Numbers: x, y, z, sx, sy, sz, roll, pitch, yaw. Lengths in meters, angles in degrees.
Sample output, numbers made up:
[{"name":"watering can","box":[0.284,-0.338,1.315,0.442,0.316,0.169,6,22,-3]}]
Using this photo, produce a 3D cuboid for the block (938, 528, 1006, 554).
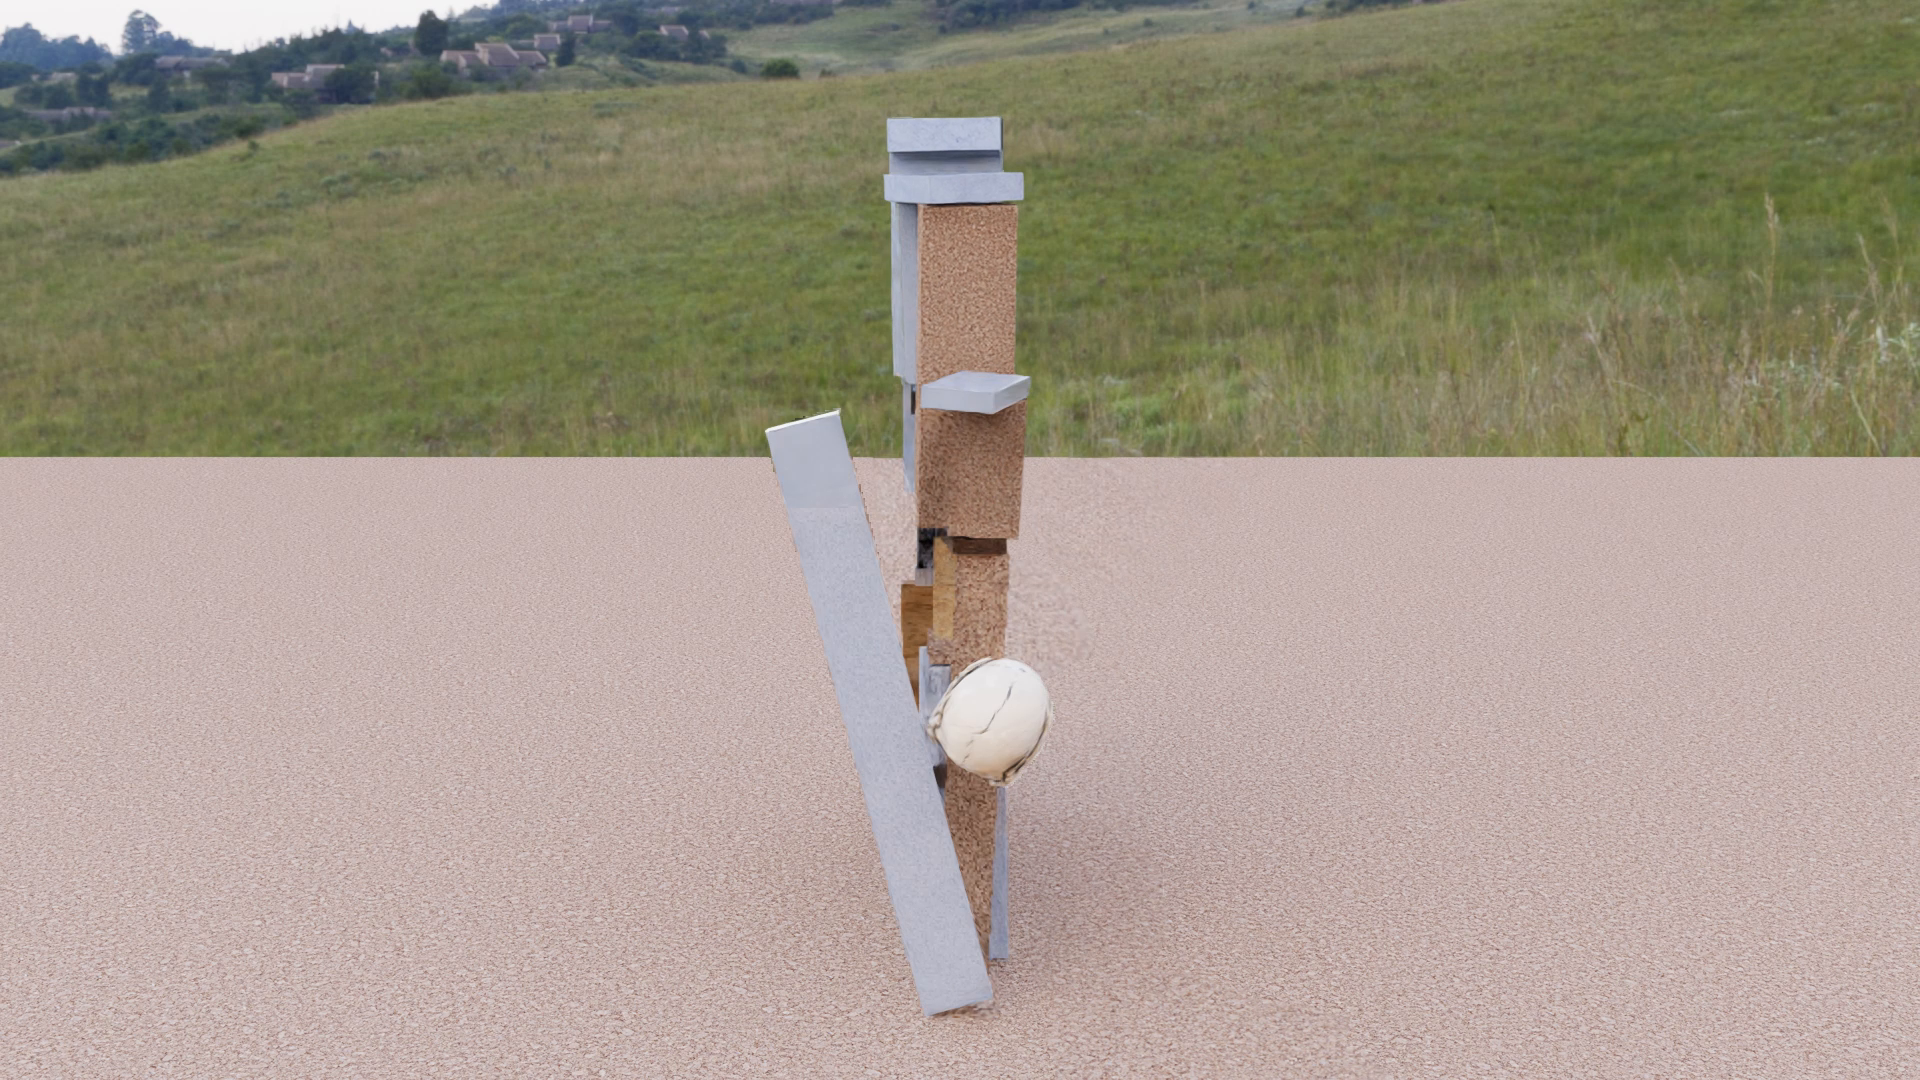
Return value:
[{"name":"block","box":[0.017,-0.005,3.246,0.077,0.022,0.154,-1,11,-9]}]

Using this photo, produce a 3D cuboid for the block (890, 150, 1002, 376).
[{"name":"block","box":[-0.021,-0.442,3.516,0.176,0.353,0.050,-1,0,0]}]

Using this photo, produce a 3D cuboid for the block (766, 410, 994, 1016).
[{"name":"block","box":[-0.109,0.253,3.088,0.102,0.874,0.029,-15,11,-1]}]

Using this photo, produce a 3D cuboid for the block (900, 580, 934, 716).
[{"name":"block","box":[-0.028,0.182,3.440,0.119,0.238,0.034,0,10,8]}]

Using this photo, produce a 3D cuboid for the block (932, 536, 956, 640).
[{"name":"block","box":[-0.001,0.073,3.306,0.077,0.154,0.022,0,9,-4]}]

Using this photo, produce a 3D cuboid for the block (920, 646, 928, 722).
[{"name":"block","box":[-0.023,0.237,3.374,0.075,0.150,0.021,-2,9,-16]}]

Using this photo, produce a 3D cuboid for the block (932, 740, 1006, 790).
[{"name":"block","box":[-0.008,0.326,3.422,0.141,0.040,0.283,-2,10,-2]}]

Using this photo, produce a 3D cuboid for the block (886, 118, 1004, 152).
[{"name":"block","box":[-0.020,-0.664,3.596,0.176,0.050,0.353,-1,11,2]}]

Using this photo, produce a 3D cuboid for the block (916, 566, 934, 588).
[{"name":"block","box":[-0.004,0.034,3.489,0.119,0.034,0.238,0,10,2]}]

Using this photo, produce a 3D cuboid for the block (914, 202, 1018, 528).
[{"name":"block","box":[0.008,-0.253,3.215,0.139,0.473,0.039,-2,17,-11]}]

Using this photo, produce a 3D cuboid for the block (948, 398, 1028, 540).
[{"name":"block","box":[0.039,-0.105,3.162,0.102,0.204,0.029,3,15,-1]}]

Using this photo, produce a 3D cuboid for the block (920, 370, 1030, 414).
[{"name":"block","box":[0.024,-0.208,3.072,0.102,0.029,0.204,6,12,15]}]

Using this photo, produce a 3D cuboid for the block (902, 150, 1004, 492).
[{"name":"block","box":[-0.012,-0.373,3.751,0.176,0.578,0.050,-1,8,0]}]

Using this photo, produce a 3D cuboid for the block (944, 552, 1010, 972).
[{"name":"block","box":[0.019,0.336,3.253,0.077,0.648,0.022,3,10,1]}]

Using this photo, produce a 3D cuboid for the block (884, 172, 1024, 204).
[{"name":"block","box":[-0.013,-0.522,3.254,0.139,0.039,0.277,-5,11,-15]}]

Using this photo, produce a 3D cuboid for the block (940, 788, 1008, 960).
[{"name":"block","box":[0.001,0.501,3.362,0.141,0.283,0.040,-1,12,-1]}]

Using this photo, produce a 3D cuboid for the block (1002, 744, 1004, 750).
[{"name":"block","box":[0.001,0.467,3.548,0.141,0.283,0.040,-1,11,0]}]

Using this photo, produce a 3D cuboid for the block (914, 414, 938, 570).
[{"name":"block","box":[-0.006,-0.078,3.344,0.119,0.238,0.034,-2,10,-6]}]

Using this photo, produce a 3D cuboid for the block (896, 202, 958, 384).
[{"name":"block","box":[-0.022,-0.384,3.381,0.139,0.277,0.039,-4,10,-7]}]

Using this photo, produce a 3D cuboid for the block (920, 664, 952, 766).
[{"name":"block","box":[-0.017,0.258,3.269,0.075,0.150,0.021,-4,10,-13]}]

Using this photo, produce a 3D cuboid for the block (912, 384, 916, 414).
[{"name":"block","box":[-0.015,-0.227,3.400,0.119,0.034,0.238,-1,10,-1]}]

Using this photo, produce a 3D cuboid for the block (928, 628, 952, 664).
[{"name":"block","box":[-0.010,0.160,3.316,0.075,0.021,0.150,1,10,-1]}]
